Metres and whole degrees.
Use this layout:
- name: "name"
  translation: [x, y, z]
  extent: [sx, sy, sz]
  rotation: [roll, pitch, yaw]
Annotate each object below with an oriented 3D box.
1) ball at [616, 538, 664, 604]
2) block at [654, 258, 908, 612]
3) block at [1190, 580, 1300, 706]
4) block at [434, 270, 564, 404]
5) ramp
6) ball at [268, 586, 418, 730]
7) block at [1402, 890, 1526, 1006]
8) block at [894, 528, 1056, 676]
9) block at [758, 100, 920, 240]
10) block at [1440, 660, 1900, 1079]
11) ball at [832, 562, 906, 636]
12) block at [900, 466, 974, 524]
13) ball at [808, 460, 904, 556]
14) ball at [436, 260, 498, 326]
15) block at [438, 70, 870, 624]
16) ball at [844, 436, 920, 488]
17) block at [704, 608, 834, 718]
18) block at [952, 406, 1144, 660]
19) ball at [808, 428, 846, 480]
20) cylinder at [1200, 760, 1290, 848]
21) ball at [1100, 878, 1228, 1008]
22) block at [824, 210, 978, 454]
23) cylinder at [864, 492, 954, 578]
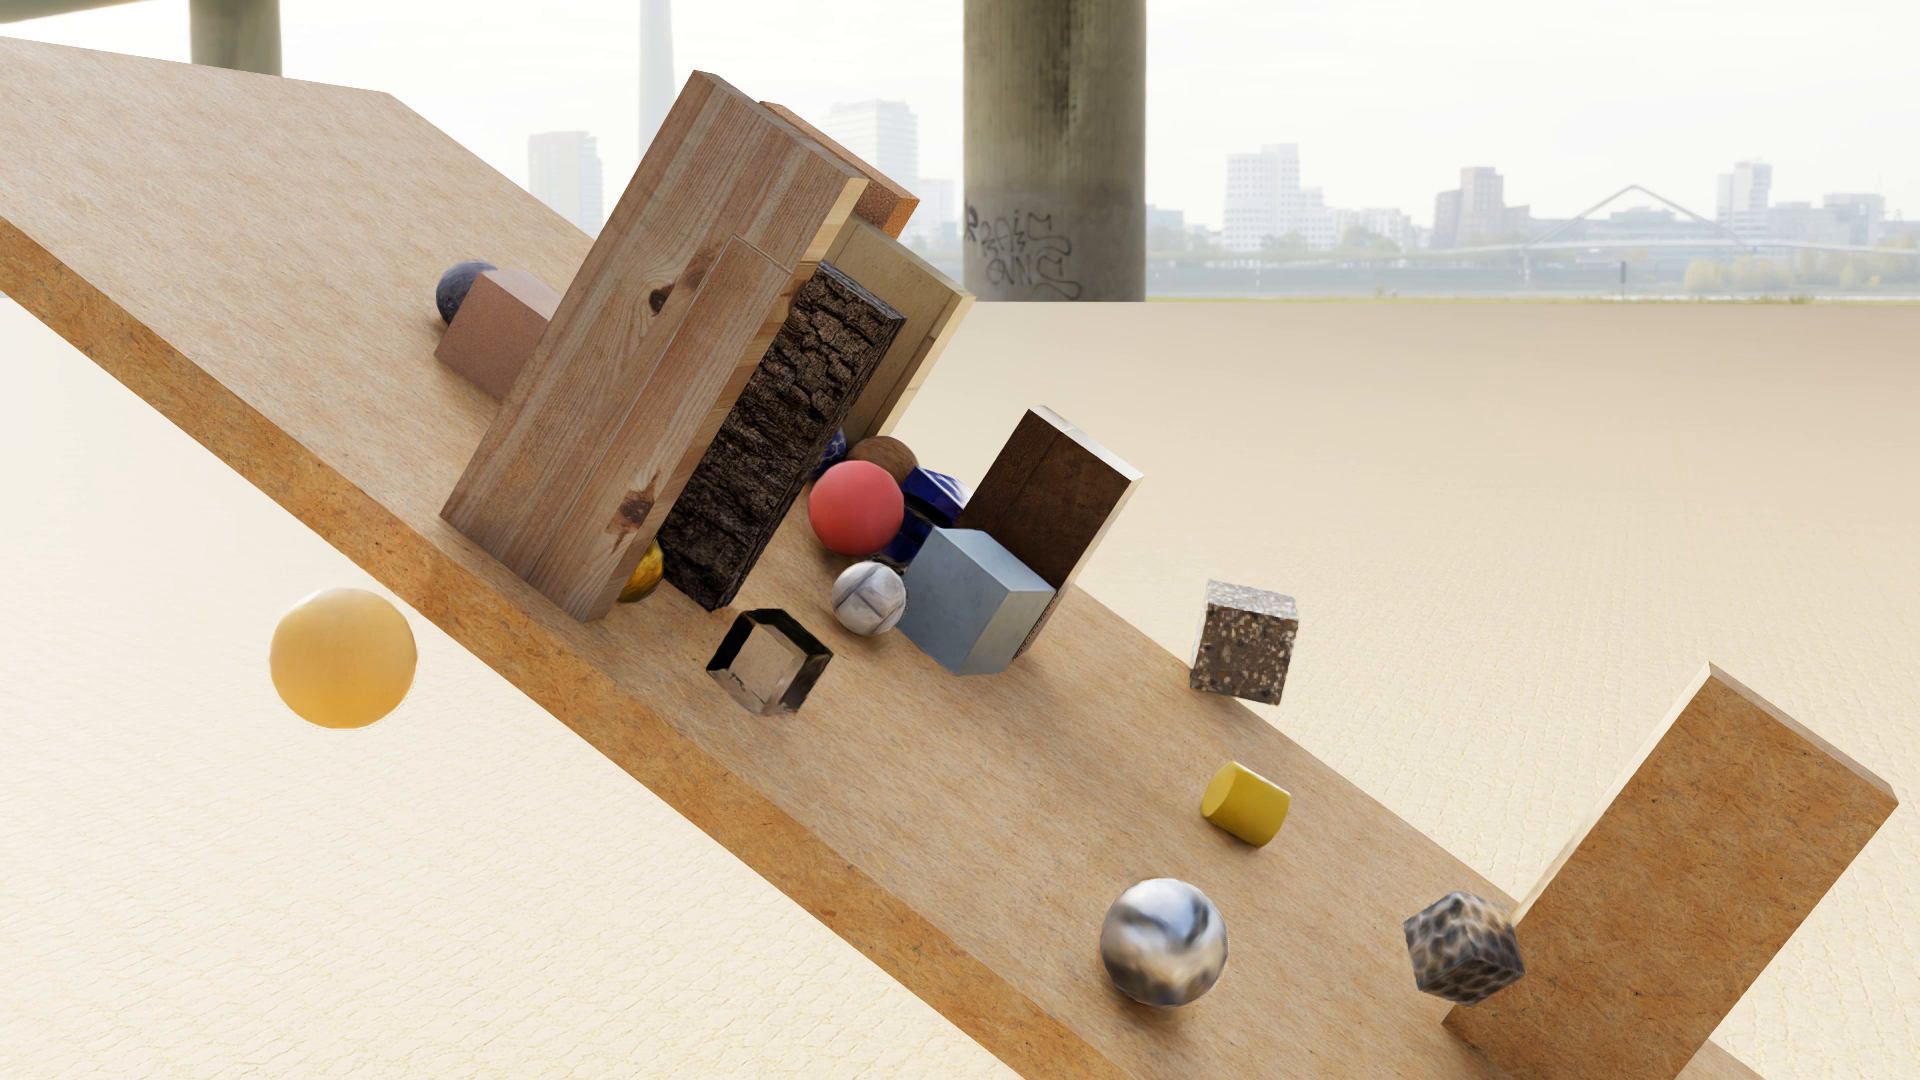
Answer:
- name: "ball"
  translation: [-0.519, 0.038, 3.400]
  extent: [0.123, 0.123, 0.123]
  rotation: [0, 7, 0]
- name: "block"
  translation: [-0.357, -0.199, 3.593]
  extent: [0.277, 0.575, 0.086]
  rotation: [36, 15, 10]
- name: "block"
  translation: [0.626, 0.225, 4.870]
  extent: [0.198, 0.198, 0.198]
  rotation: [11, 15, 3]
- name: "block"
  translation: [-0.801, -0.365, 3.979]
  extent: [0.176, 0.176, 0.176]
  rotation: [35, 15, 8]
- name: "ramp"
  translation: [-0.123, 0.208, 4.097]
  extent: [4.000, 0.100, 2.000]
  rotation: [36, 15, 10]
- name: "ball"
  translation: [-0.837, 0.160, 2.985]
  extent: [0.194, 0.194, 0.194]
  rotation: [0, 7, 0]
- name: "block"
  translation: [0.868, 0.704, 3.790]
  extent: [0.130, 0.130, 0.130]
  rotation: [22, -47, -30]
- name: "block"
  translation: [0.016, 0.115, 4.101]
  extent: [0.195, 0.195, 0.195]
  rotation: [40, 16, 23]
- name: "block"
  translation: [-0.404, -0.614, 4.819]
  extent: [0.383, 0.561, 0.131]
  rotation: [36, 15, 10]
- name: "block"
  translation: [1.211, 0.632, 3.798]
  extent: [0.360, 0.772, 0.146]
  rotation: [36, 15, 10]
- name: "ball"
  translation: [-0.162, 0.103, 3.899]
  extent: [0.132, 0.132, 0.132]
  rotation: [0, 7, 0]
- name: "block"
  translation: [-0.040, -0.029, 4.491]
  extent: [0.159, 0.159, 0.159]
  rotation: [43, 15, 32]
- name: "ball"
  translation: [-0.198, -0.060, 4.203]
  extent: [0.185, 0.185, 0.185]
  rotation: [0, 7, 0]
- name: "ball"
  translation: [-0.908, -0.453, 4.109]
  extent: [0.139, 0.139, 0.139]
  rotation: [0, 7, 0]
- name: "block"
  translation: [-0.458, -0.276, 3.235]
  extent: [0.282, 0.780, 0.083]
  rotation: [36, 15, 10]
- name: "ball"
  translation: [-0.163, -0.133, 4.540]
  extent: [0.166, 0.166, 0.166]
  rotation: [0, 7, 0]
- name: "block"
  translation: [-0.294, 0.189, 3.395]
  extent: [0.117, 0.117, 0.117]
  rotation: [39, 16, 22]
- name: "block"
  translation: [0.134, -0.016, 4.304]
  extent: [0.244, 0.426, 0.118]
  rotation: [36, 15, 10]
- name: "ball"
  translation: [-0.303, -0.193, 4.520]
  extent: [0.140, 0.140, 0.140]
  rotation: [0, 7, 0]
- name: "cylinder"
  translation: [0.533, 0.494, 4.111]
  extent: [0.120, 0.120, 0.120]
  rotation: [30, 2, -10]
- name: "ball"
  translation: [0.298, 0.588, 3.212]
  extent: [0.187, 0.187, 0.187]
  rotation: [0, 7, 0]
- name: "block"
  translation: [-0.264, -0.420, 4.643]
  extent: [0.395, 0.485, 0.101]
  rotation: [36, 15, 10]
- name: "cylinder"
  translation: [-0.103, -0.003, 4.345]
  extent: [0.134, 0.134, 0.134]
  rotation: [30, 15, -9]
